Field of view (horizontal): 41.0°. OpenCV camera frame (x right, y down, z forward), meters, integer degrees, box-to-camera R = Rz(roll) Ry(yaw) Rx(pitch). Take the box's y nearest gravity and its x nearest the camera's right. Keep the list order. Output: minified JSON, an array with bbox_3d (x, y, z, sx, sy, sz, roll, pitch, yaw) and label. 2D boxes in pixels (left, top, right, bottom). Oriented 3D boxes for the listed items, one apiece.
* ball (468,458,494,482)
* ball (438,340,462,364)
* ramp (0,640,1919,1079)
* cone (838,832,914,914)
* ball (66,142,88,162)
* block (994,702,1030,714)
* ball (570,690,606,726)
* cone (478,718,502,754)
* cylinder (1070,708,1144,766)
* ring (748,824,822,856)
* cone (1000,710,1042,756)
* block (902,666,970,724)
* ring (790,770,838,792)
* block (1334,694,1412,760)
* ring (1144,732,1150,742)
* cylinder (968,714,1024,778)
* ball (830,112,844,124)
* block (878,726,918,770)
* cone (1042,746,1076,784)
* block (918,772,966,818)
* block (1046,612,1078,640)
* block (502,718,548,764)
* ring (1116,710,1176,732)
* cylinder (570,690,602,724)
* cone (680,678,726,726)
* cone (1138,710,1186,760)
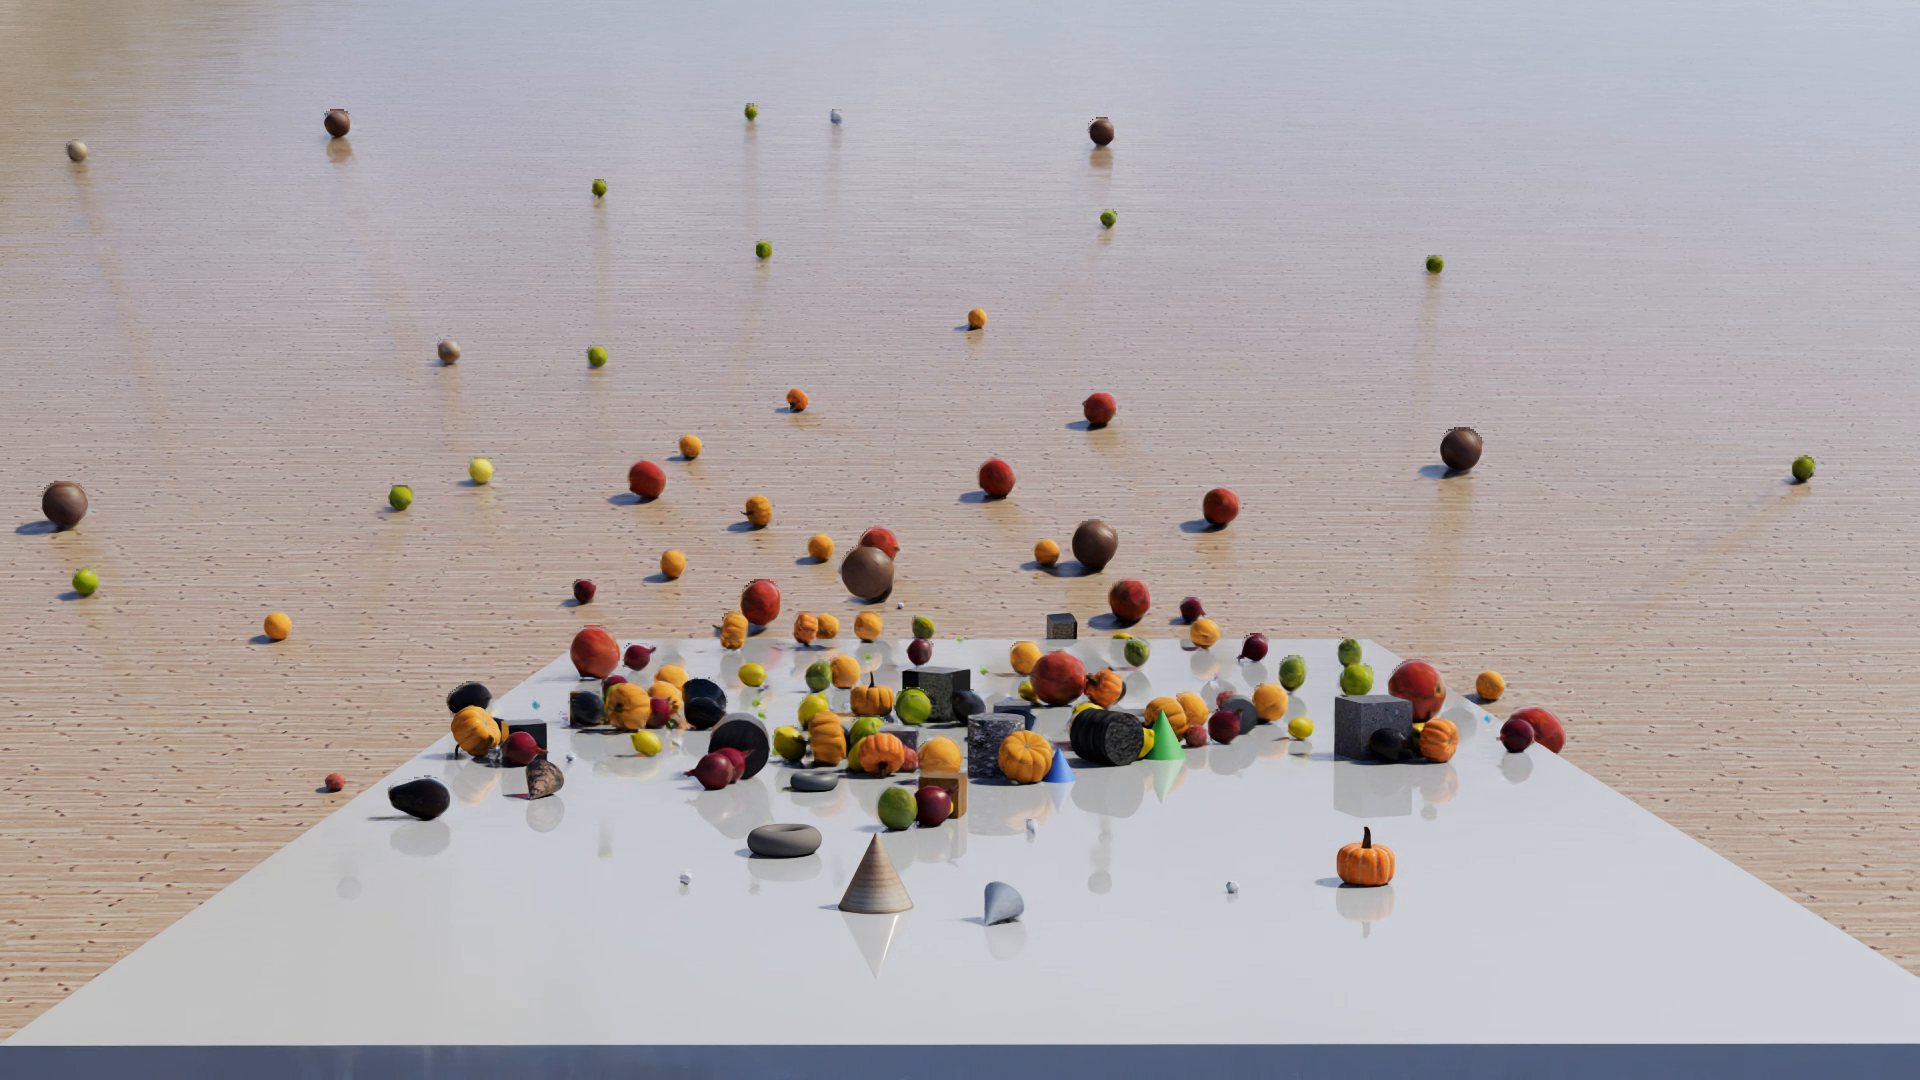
[{"bbox_3d":[-1.488,-0.215,7.973,0.075,0.075,0.075,0,20,0],"label":"ball"},{"bbox_3d":[-1.833,-0.675,9.216,0.083,0.083,0.083,0,20,0],"label":"ball"},{"bbox_3d":[0.047,0.425,4.533,2.000,0.100,4.000,0,4,0],"label":"ramp"},{"bbox_3d":[-0.105,0.410,3.199,0.095,0.095,0.095,0,4,0],"label":"cone"},{"bbox_3d":[-4.304,-1.893,12.520,0.096,0.096,0.096,0,20,0],"label":"ball"},{"bbox_3d":[0.095,0.332,4.701,0.066,0.066,0.066,0,4,0],"label":"block"},{"bbox_3d":[-0.708,0.320,4.884,0.066,0.066,0.066,0,20,0],"label":"ball"},{"bbox_3d":[-0.826,0.360,4.541,0.067,0.067,0.067,0,30,0],"label":"cone"},{"bbox_3d":[0.253,0.338,4.409,0.090,0.090,0.090,-16,12,-37],"label":"cylinder"},{"bbox_3d":[-0.244,0.417,3.571,0.104,0.035,0.104,-1,3,0],"label":"ring"},{"bbox_3d":[0.095,0.359,4.443,0.096,0.096,0.096,0,30,0],"label":"cone"},{"bbox_3d":[-0.046,0.300,4.986,0.096,0.096,0.096,2,4,33],"label":"block"},{"bbox_3d":[-0.234,0.388,4.129,0.078,0.026,0.078,-1,4,0],"label":"ring"},{"bbox_3d":[0.722,0.327,4.490,0.100,0.100,0.100,-1,4,-19],"label":"block"},{"bbox_3d":[0.326,0.358,4.556,0.092,0.031,0.092,0,4,0],"label":"ring"},{"bbox_3d":[0.060,0.343,4.281,0.096,0.096,0.096,0,4,0],"label":"cylinder"},{"bbox_3d":[-0.644,-2.206,13.414,0.068,0.068,0.068,0,20,0],"label":"ball"},{"bbox_3d":[-0.106,0.353,4.368,0.065,0.065,0.065,0,4,2],"label":"block"},{"bbox_3d":[0.162,0.366,4.214,0.057,0.057,0.057,0,4,0],"label":"cone"},{"bbox_3d":[-0.026,0.385,3.879,0.061,0.061,0.061,1,4,12],"label":"block"},{"bbox_3d":[0.268,0.237,6.754,0.066,0.066,0.066,-4,21,-11],"label":"block"},{"bbox_3d":[-0.755,0.348,4.447,0.066,0.066,0.066,-1,4,-21],"label":"block"},{"bbox_3d":[0.329,0.341,4.725,0.139,0.046,0.139,0,5,0],"label":"ring"},{"bbox_3d":[-0.720,0.322,4.944,0.058,0.058,0.058,0,4,0],"label":"cylinder"},{"bbox_3d":[-0.507,0.331,4.926,0.094,0.094,0.094,5,31,12],"label":"cone"},{"bbox_3d":[0.352,0.336,4.477,0.085,0.085,0.085,0,4,0],"label":"cone"}]
